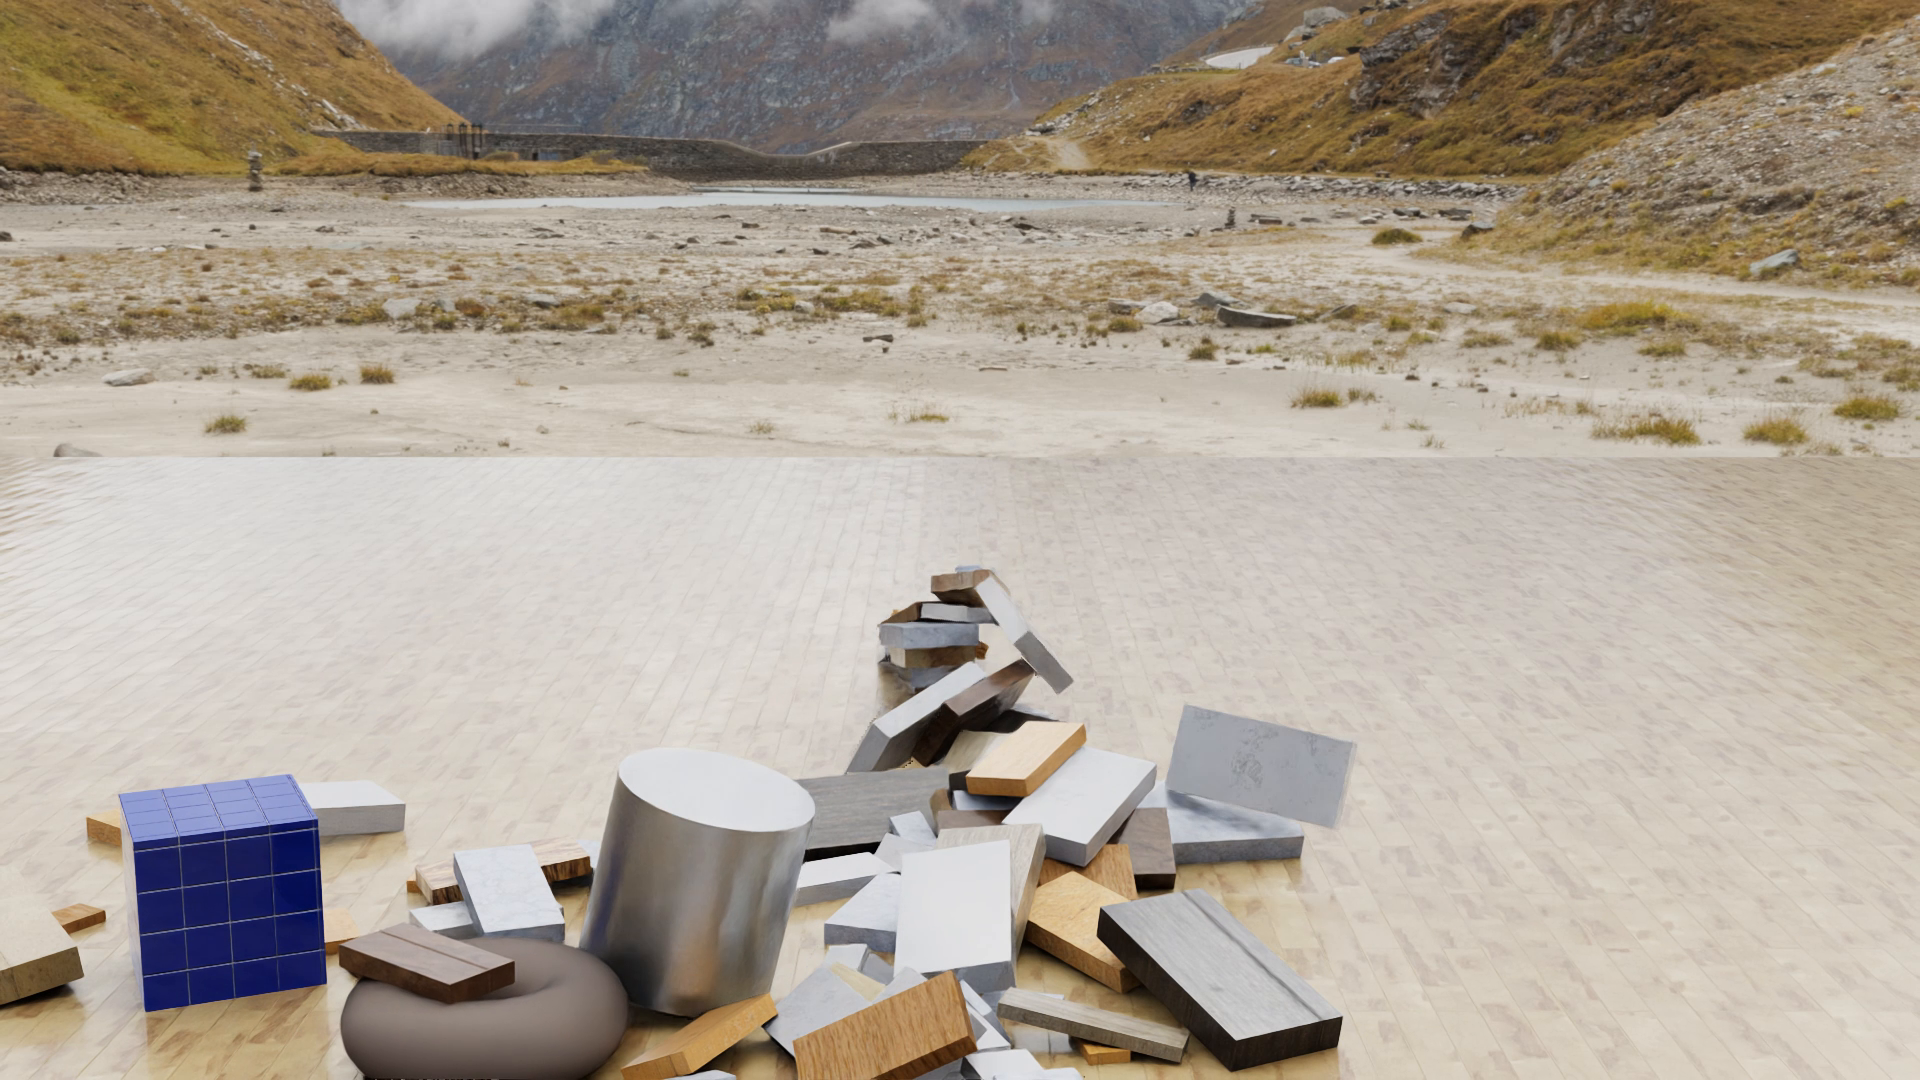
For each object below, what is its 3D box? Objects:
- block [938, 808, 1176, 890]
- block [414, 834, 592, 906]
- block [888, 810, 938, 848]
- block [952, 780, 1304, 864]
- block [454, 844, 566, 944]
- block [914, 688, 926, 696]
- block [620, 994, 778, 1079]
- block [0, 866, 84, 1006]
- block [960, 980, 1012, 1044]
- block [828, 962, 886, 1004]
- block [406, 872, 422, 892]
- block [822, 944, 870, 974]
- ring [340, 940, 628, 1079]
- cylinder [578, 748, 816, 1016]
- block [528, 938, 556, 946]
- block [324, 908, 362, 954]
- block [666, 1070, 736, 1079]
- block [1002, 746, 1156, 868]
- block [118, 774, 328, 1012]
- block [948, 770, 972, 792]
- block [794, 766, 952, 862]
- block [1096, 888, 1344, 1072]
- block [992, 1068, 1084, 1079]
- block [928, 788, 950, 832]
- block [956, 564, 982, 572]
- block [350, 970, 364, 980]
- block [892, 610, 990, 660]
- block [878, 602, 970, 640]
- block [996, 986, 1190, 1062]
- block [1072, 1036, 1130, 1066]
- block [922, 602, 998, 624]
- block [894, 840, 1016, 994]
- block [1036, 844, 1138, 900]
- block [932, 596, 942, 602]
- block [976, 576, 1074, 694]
[{"bbox_3d":[0.161,0.523,3.719,0.392,0.041,0.144,0,43,-3],"label":"block"},{"bbox_3d":[-0.759,0.548,3.653,0.265,0.032,0.112,-9,17,-26],"label":"block"},{"bbox_3d":[-0.072,0.523,3.818,0.059,0.017,0.118,-10,43,-25],"label":"block"},{"bbox_3d":[0.292,0.499,3.862,0.594,0.048,0.170,-2,33,-9],"label":"block"},{"bbox_3d":[-0.719,0.566,3.495,0.125,0.035,0.250,-3,23,-23],"label":"block"},{"bbox_3d":[-0.022,0.364,4.616,0.109,0.031,0.219,-4,20,-10],"label":"block"},{"bbox_3d":[-0.352,0.680,2.986,0.109,0.031,0.219,-22,-1,28],"label":"block"},{"bbox_3d":[-1.490,0.608,3.365,0.180,0.051,0.437,-16,18,-32],"label":"block"},{"bbox_3d":[0.031,0.666,3.095,0.017,0.058,0.117,-33,20,-12],"label":"block"},{"bbox_3d":[-0.151,0.657,3.149,0.145,0.021,0.072,15,43,44],"label":"block"},{"bbox_3d":[-0.848,0.573,3.703,0.146,0.021,0.073,1,11,5],"label":"block"},{"bbox_3d":[-0.178,0.640,3.245,0.058,0.016,0.116,-3,27,16],"label":"block"},{"bbox_3d":[-0.646,0.649,3.001,0.386,0.129,0.386,1,8,0],"label":"ring"},{"bbox_3d":[-0.385,0.495,3.212,0.291,0.291,0.291,14,13,-3],"label":"cylinder"},{"bbox_3d":[-0.717,0.643,3.299,0.224,0.032,0.112,-3,11,-17],"label":"block"},{"bbox_3d":[-0.992,0.617,3.466,0.073,0.021,0.146,-5,12,-24],"label":"block"},{"bbox_3d":[-0.405,0.714,2.797,0.224,0.032,0.112,-6,-7,-20],"label":"block"},{"bbox_3d":[0.205,0.447,3.734,0.153,0.043,0.311,12,25,24],"label":"block"},{"bbox_3d":[-1.114,0.525,3.318,0.256,0.256,0.256,-5,12,-25],"label":"block"},{"bbox_3d":[0.109,0.426,3.923,0.232,0.033,0.116,0,-10,-22],"label":"block"},{"bbox_3d":[-0.180,0.488,3.882,0.365,0.045,0.160,-4,43,-19],"label":"block"},{"bbox_3d":[0.366,0.623,3.150,0.180,0.051,0.359,-5,24,-27],"label":"block"},{"bbox_3d":[0.136,0.727,2.693,0.116,0.033,0.231,2,19,-25],"label":"block"},{"bbox_3d":[-0.025,0.497,3.813,0.017,0.118,0.059,-8,-23,-18],"label":"block"},{"bbox_3d":[0.024,0.073,4.845,0.052,0.015,0.104,-6,-13,8],"label":"block"},{"bbox_3d":[-0.863,0.639,3.354,0.130,0.018,0.065,-6,12,-28],"label":"block"},{"bbox_3d":[-0.054,0.228,5.316,0.131,0.037,0.262,29,-9,-30],"label":"block"},{"bbox_3d":[-0.082,0.185,5.002,0.131,0.037,0.262,0,-13,-21],"label":"block"},{"bbox_3d":[0.185,0.671,3.049,0.261,0.021,0.072,12,9,13],"label":"block"},{"bbox_3d":[0.193,0.696,3.054,0.059,0.017,0.117,-2,11,-11],"label":"block"},{"bbox_3d":[0.018,0.160,4.741,0.116,0.033,0.232,6,-2,-25],"label":"block"},{"bbox_3d":[-0.005,0.568,3.301,0.170,0.048,0.340,-9,22,5],"label":"block"},{"bbox_3d":[0.139,0.560,3.594,0.287,0.041,0.144,-1,30,-3],"label":"block"},{"bbox_3d":[-0.044,0.154,5.208,0.052,0.015,0.104,-1,-33,-36],"label":"block"},{"bbox_3d":[0.129,0.191,4.494,0.043,0.153,0.305,-40,24,2],"label":"block"}]
